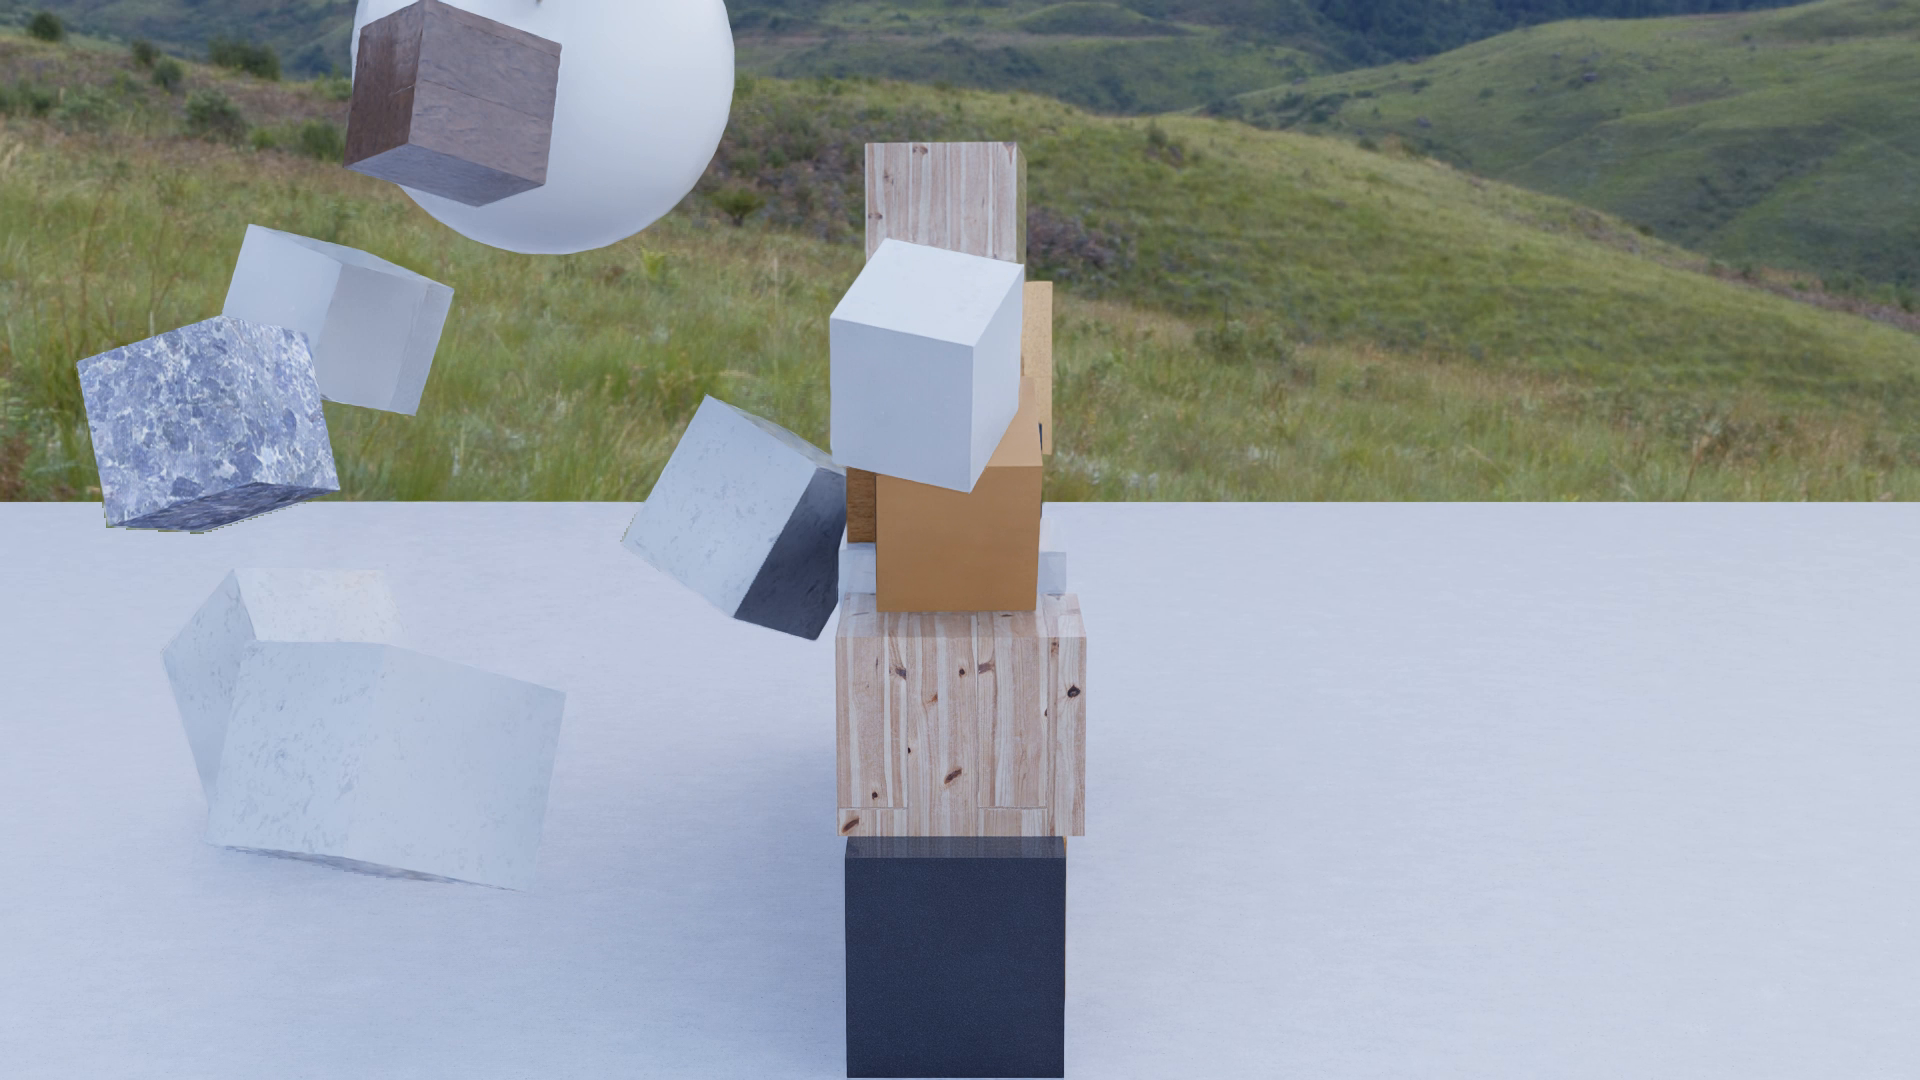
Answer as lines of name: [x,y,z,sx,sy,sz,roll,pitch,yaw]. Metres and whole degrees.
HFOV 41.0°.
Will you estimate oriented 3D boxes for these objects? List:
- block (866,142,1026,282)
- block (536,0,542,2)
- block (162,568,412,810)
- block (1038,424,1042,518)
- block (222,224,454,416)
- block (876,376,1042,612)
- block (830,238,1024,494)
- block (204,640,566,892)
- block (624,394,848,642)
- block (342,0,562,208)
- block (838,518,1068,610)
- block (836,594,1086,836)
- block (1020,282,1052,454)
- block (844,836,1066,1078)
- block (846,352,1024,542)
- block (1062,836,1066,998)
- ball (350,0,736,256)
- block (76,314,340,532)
block: [-0.059,-1.631,13.063,0.748,0.682,0.836,0,2,5]
block: [-1.556,-2.620,9.817,0.651,0.585,0.697,-53,3,-39]
block: [-3.142,0.700,12.190,0.819,0.847,0.760,1,-35,-47]
block: [-0.004,-0.012,12.513,0.797,0.880,0.732,0,-22,1]
block: [-2.962,-1.037,12.123,0.684,0.636,0.713,23,8,33]
block: [-0.017,-0.171,9.514,0.591,0.664,0.565,0,38,-2]
block: [-0.115,-0.619,9.046,0.518,0.614,0.550,13,39,14]
block: [-2.142,0.849,9.613,0.831,0.763,0.878,-1,-15,40]
block: [-0.921,-0.093,11.939,0.711,0.786,0.767,32,5,28]
block: [-1.883,-1.613,9.525,0.571,0.546,0.494,13,-13,-40]
block: [-0.029,0.417,10.245,0.871,0.905,0.735,0,11,0]
block: [0.003,0.633,9.509,0.889,0.730,0.775,0,10,0]
block: [0.015,-0.862,13.061,0.890,0.856,0.799,0,2,1]
block: [-0.017,1.437,9.396,0.771,0.811,0.778,0,10,0]
block: [-0.112,-0.415,10.249,0.678,0.728,0.728,0,11,-2]
block: [0.012,1.289,10.230,0.787,0.804,0.893,0,10,0]
ball: [-1.747,-2.005,10.816,1.600,1.600,1.600,0,10,0]
block: [-2.833,-0.427,9.695,0.633,0.631,0.587,-15,-6,16]
